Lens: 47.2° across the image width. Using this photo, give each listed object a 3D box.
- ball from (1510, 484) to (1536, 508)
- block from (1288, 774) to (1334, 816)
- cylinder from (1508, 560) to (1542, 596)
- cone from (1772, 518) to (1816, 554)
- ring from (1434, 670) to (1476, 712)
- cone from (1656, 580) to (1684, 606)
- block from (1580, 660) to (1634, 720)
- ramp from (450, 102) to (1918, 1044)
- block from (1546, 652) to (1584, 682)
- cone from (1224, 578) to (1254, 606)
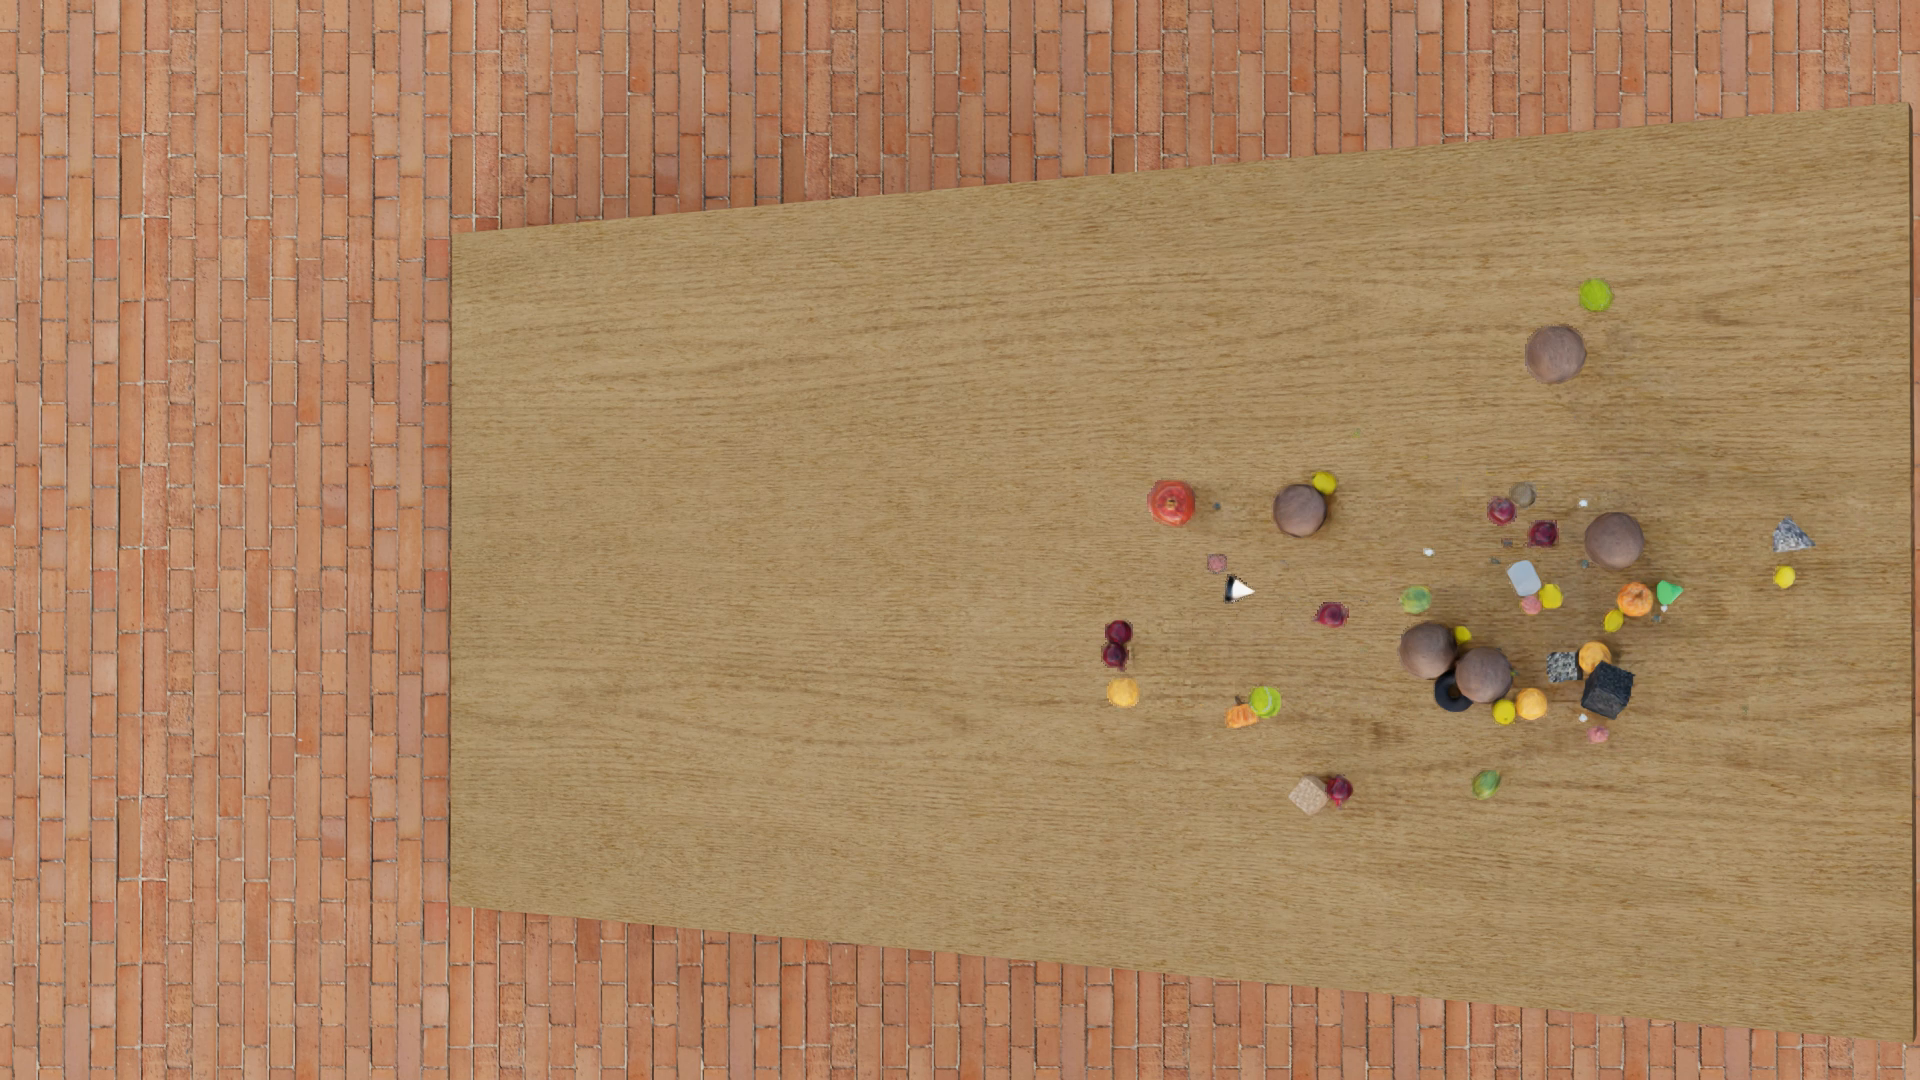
[{"bbox_3d":[1.288,-0.102,5.027,0.056,0.056,0.056,0,89,0],"label":"ball"},{"bbox_3d":[0.839,0.608,5.252,0.067,0.067,0.067,42,108,22],"label":"block"},{"bbox_3d":[1.277,0.087,4.971,0.057,0.057,0.057,-16,50,0],"label":"cylinder"},{"bbox_3d":[1.804,0.001,4.722,0.082,0.082,0.082,-18,118,-37],"label":"cone"},{"bbox_3d":[1.151,0.351,5.108,0.100,0.033,0.100,0,89,29],"label":"ring"},{"bbox_3d":[1.586,0.113,4.882,0.055,0.055,0.055,-10,89,-19],"label":"cone"},{"bbox_3d":[1.438,0.334,4.884,0.079,0.079,0.079,23,53,4],"label":"block"},{"bbox_3d":[0.276,0.077,5.651,4.000,0.100,2.000,0,89,28],"label":"ramp"},{"bbox_3d":[1.369,0.286,4.976,0.064,0.064,0.064,-6,87,28],"label":"block"},{"bbox_3d":[0.685,0.123,5.344,0.067,0.067,0.067,-8,89,31],"label":"cone"}]
